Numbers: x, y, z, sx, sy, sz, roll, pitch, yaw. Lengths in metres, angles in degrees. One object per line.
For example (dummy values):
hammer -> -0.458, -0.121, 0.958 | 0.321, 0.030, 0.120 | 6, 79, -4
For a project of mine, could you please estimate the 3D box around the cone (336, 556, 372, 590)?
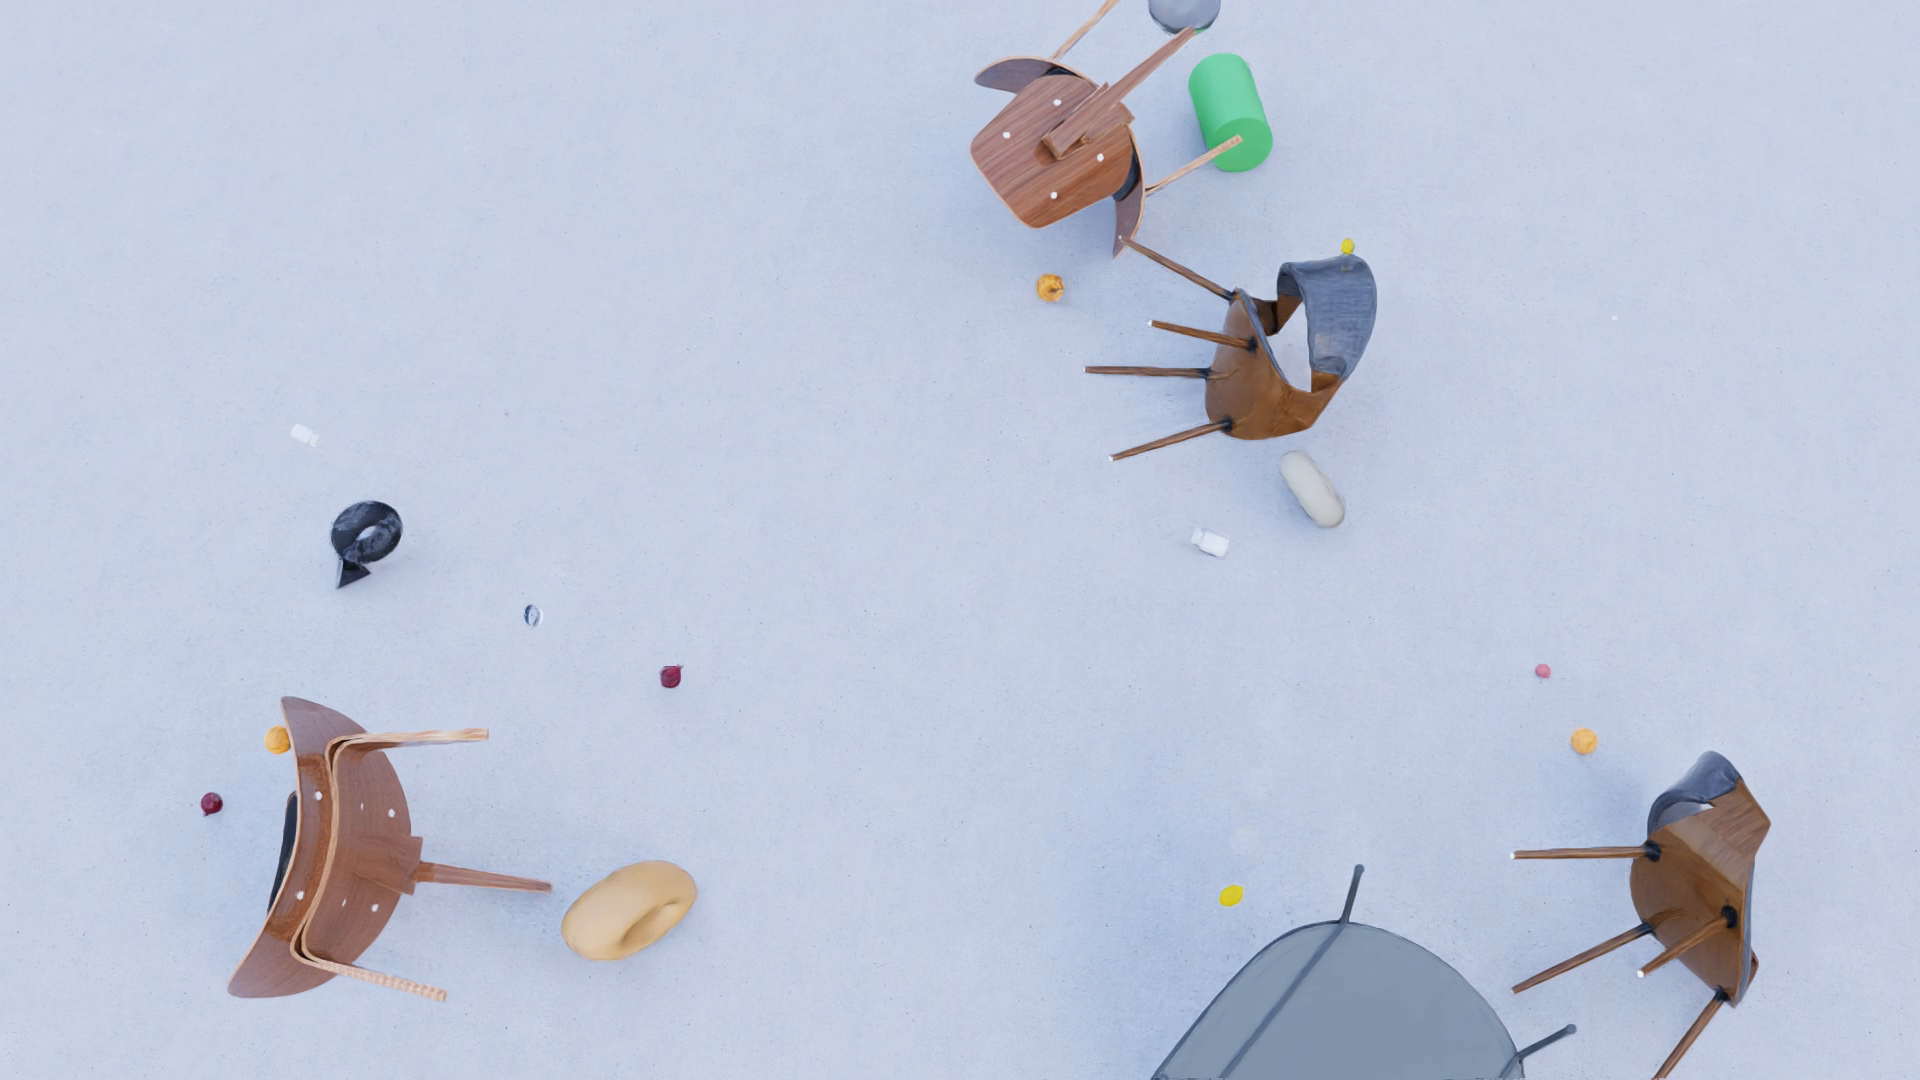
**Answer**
cone -> -1.782, 0.089, 6.489 | 0.095, 0.094, 0.162 | 14, 44, -24

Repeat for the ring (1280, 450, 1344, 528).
ring -> 1.048, -0.151, 6.527 | 0.092, 0.272, 0.264 | -35, 74, 14

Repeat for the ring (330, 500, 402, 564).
ring -> -1.736, -0.022, 6.438 | 0.212, 0.183, 0.105 | -25, 39, -29

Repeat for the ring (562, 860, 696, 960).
ring -> -0.859, 0.963, 5.732 | 0.160, 0.198, 0.448 | 31, 29, 23

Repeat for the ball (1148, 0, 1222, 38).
ball -> 0.726, -1.742, 7.098 | 0.239, 0.239, 0.239 | 0, 56, 0

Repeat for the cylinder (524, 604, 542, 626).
cylinder -> -1.235, 0.220, 6.371 | 0.034, 0.073, 0.058 | 0, 84, 4

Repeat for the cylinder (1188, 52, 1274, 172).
cylinder -> 0.908, -1.434, 7.380 | 0.215, 0.263, 0.305 | -17, 56, 8
